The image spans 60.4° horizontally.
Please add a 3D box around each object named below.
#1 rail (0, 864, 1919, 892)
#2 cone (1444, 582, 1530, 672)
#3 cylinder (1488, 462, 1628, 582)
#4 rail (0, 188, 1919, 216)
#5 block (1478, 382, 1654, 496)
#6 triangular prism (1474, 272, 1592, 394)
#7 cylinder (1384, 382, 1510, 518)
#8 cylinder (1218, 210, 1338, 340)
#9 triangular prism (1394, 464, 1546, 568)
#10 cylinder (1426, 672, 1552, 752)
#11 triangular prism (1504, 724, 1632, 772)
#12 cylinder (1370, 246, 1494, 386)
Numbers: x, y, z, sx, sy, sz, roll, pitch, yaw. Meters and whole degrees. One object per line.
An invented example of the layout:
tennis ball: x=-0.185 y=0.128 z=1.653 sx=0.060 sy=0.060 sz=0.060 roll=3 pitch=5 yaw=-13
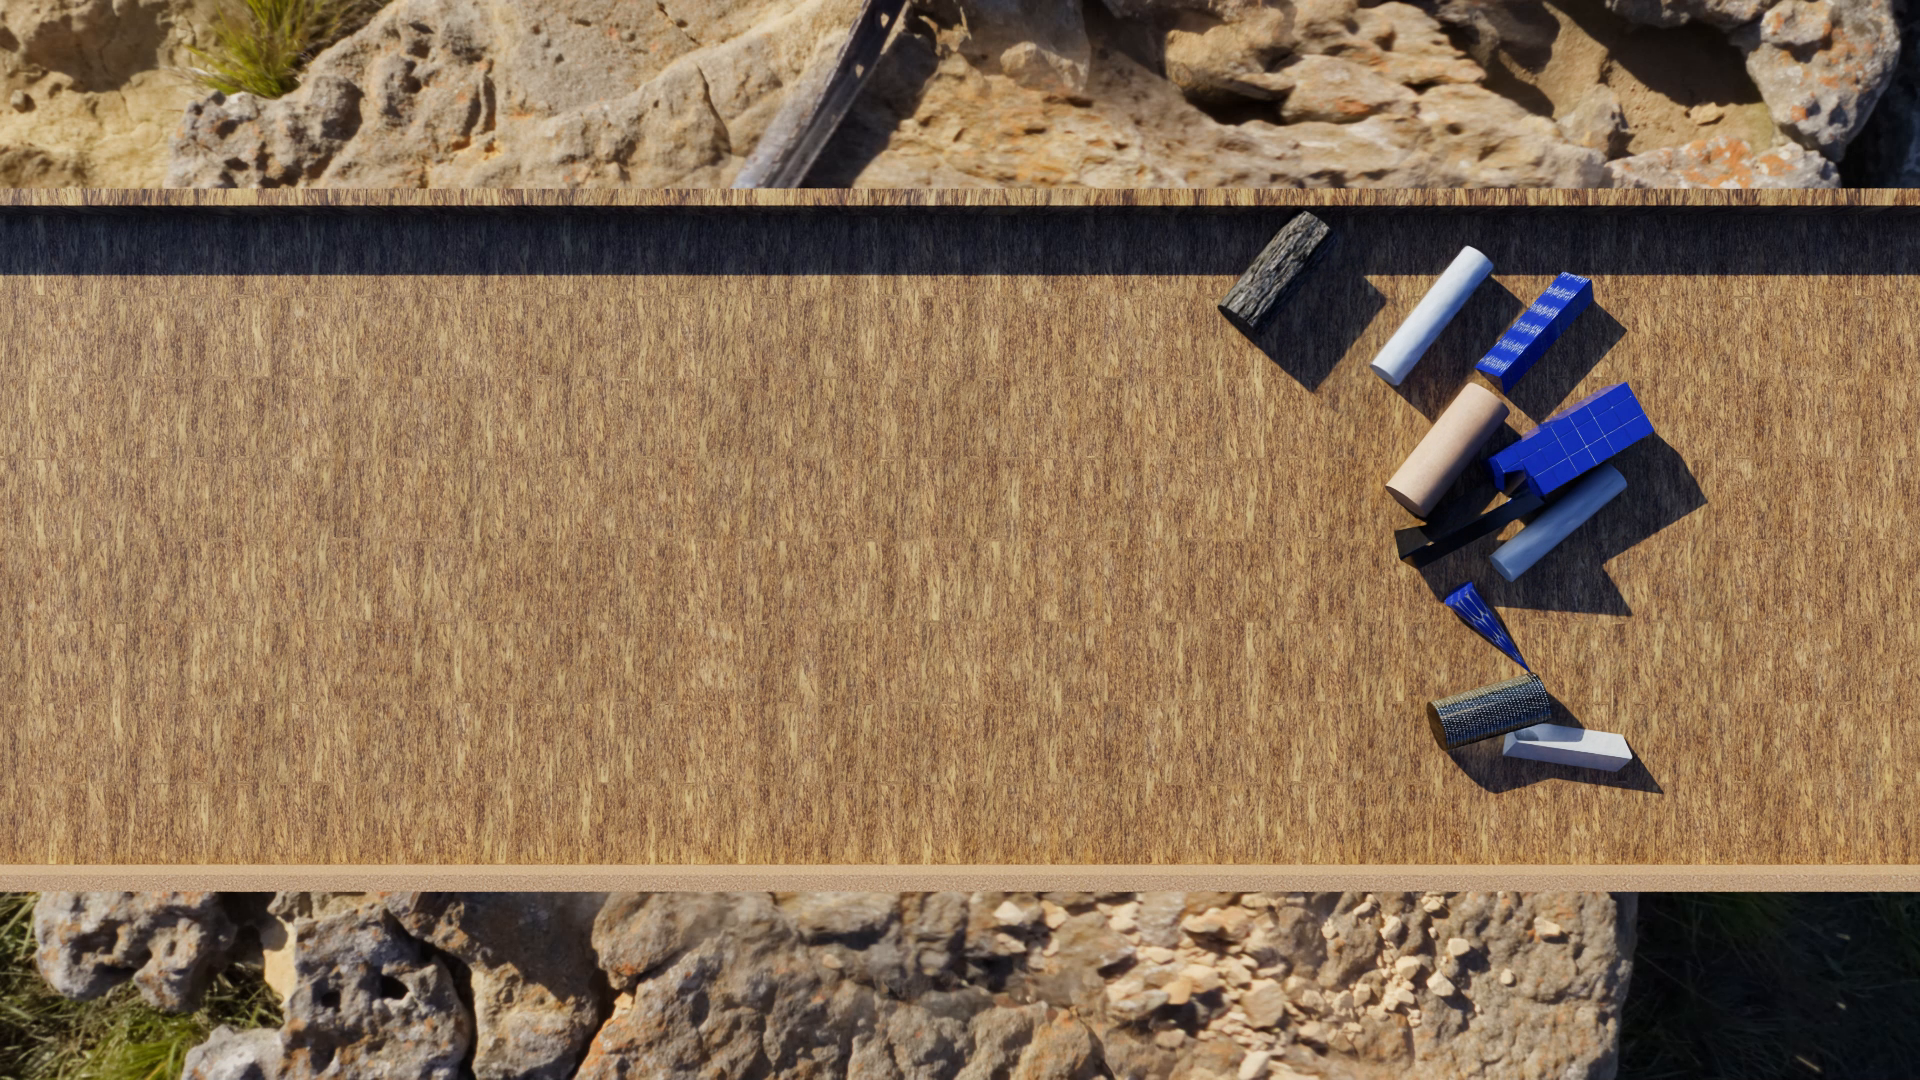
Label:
rail: x=-2.247 y=1.025 z=5.001 sx=12.000 sy=0.150 sz=0.050 roll=0 pitch=90 yaw=0
cone: x=1.642 y=0.290 z=5.051 sx=0.103 sy=0.103 sz=0.359 roll=-44 pitch=98 yaw=0
cylinder: x=1.821 y=-0.055 z=5.025 sx=0.449 sy=0.103 sz=0.103 roll=-40 pitch=90 yaw=0
rail: x=-2.247 y=-1.025 z=5.002 sx=12.000 sy=0.150 sz=0.050 roll=0 pitch=90 yaw=0
block: x=1.831 y=-0.284 z=4.992 sx=0.450 sy=0.169 sz=0.169 roll=-30 pitch=90 yaw=0
triangular prism: x=1.764 y=-0.635 z=5.019 sx=0.125 sy=0.108 sz=0.401 roll=43 pitch=90 yaw=0
cylinder: x=1.476 y=-0.273 z=4.999 sx=0.154 sy=0.154 sz=0.399 roll=39 pitch=90 yaw=0
cylinder: x=0.962 y=-0.804 z=4.996 sx=0.161 sy=0.161 sz=0.373 roll=39 pitch=90 yaw=0
triangular prism: x=1.512 y=-0.055 z=4.923 sx=0.431 sy=0.117 sz=0.135 roll=-31 pitch=90 yaw=27
cylinder: x=1.601 y=0.520 z=4.999 sx=0.327 sy=0.156 sz=0.156 roll=-16 pitch=90 yaw=0
triangular prism: x=1.853 y=0.631 z=5.025 sx=0.353 sy=0.098 sz=0.113 roll=8 pitch=90 yaw=0
cylinder: x=1.436 y=-0.681 z=5.024 sx=0.106 sy=0.106 sz=0.459 roll=39 pitch=90 yaw=0
